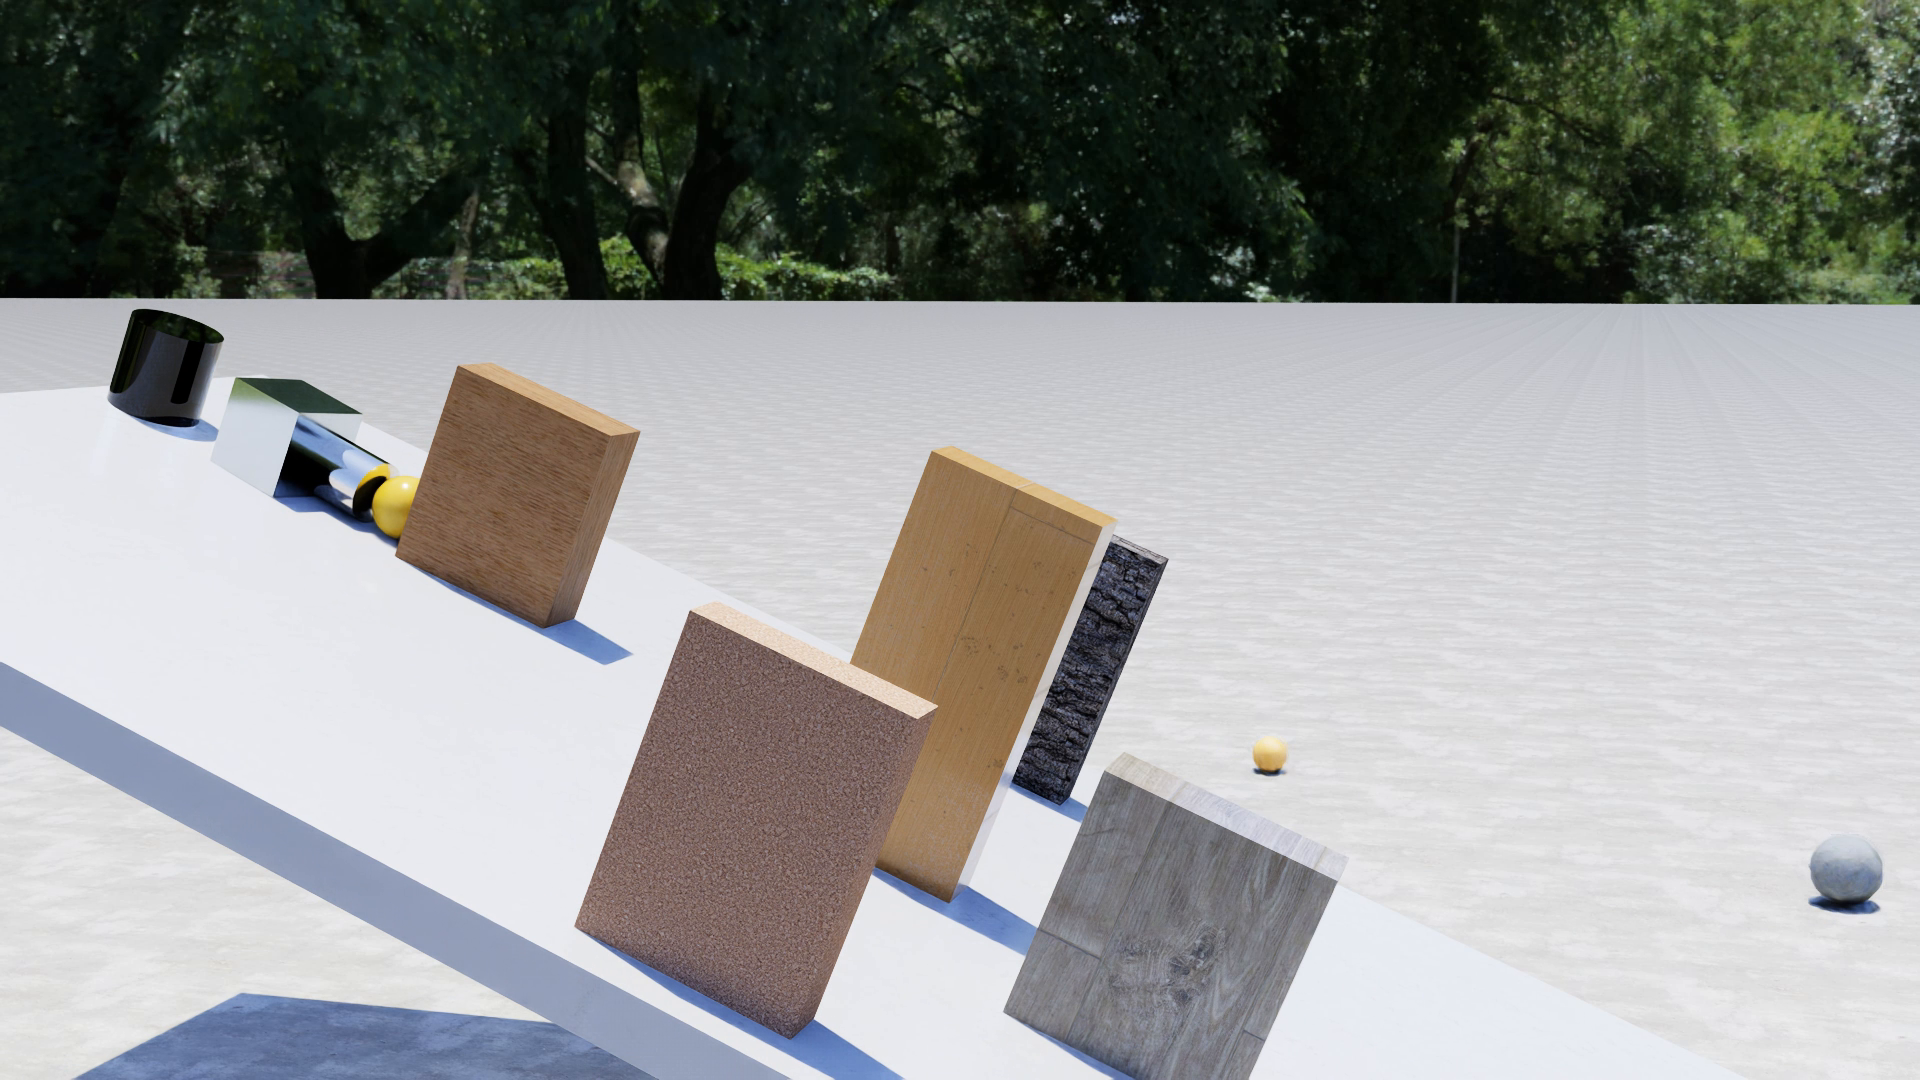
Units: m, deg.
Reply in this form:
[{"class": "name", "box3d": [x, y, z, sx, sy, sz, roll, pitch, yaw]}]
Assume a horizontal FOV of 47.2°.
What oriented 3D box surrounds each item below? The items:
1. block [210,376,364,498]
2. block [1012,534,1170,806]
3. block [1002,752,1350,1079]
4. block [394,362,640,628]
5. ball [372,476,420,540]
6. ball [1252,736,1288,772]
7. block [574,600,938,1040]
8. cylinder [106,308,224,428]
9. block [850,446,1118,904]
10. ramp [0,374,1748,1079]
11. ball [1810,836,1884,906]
[{"class": "block", "box3d": [-1.473, -0.225, 4.813, 0.197, 0.197, 0.197, 27, 14, 24]}, {"class": "block", "box3d": [0.196, 0.244, 4.733, 0.302, 0.573, 0.087, 24, 13, 13]}, {"class": "block", "box3d": [0.351, 0.647, 3.598, 0.406, 0.451, 0.145, 24, 13, 13]}, {"class": "block", "box3d": [-0.931, -0.097, 4.622, 0.372, 0.436, 0.142, 24, 13, 13]}, {"class": "ball", "box3d": [-1.199, -0.070, 4.750, 0.140, 0.140, 0.140, 0, 7, 0]}, {"class": "ball", "box3d": [1.155, 0.799, 8.204, 0.131, 0.131, 0.131, 0, 7, 0]}, {"class": "block", "box3d": [-0.309, 0.416, 3.288, 0.379, 0.535, 0.099, 24, 13, 13]}, {"class": "cylinder", "box3d": [-1.790, -0.388, 4.955, 0.204, 0.204, 0.204, 20, 13, -5]}, {"class": "block", "box3d": [-0.017, 0.243, 3.990, 0.336, 0.749, 0.121, 24, 13, 13]}, {"class": "ramp", "box3d": [-0.308, 0.547, 4.195, 4.000, 0.100, 2.000, 24, 13, 13]}, {"class": "ball", "box3d": [2.607, 0.971, 6.468, 0.203, 0.203, 0.203, 0, 7, 0]}]
